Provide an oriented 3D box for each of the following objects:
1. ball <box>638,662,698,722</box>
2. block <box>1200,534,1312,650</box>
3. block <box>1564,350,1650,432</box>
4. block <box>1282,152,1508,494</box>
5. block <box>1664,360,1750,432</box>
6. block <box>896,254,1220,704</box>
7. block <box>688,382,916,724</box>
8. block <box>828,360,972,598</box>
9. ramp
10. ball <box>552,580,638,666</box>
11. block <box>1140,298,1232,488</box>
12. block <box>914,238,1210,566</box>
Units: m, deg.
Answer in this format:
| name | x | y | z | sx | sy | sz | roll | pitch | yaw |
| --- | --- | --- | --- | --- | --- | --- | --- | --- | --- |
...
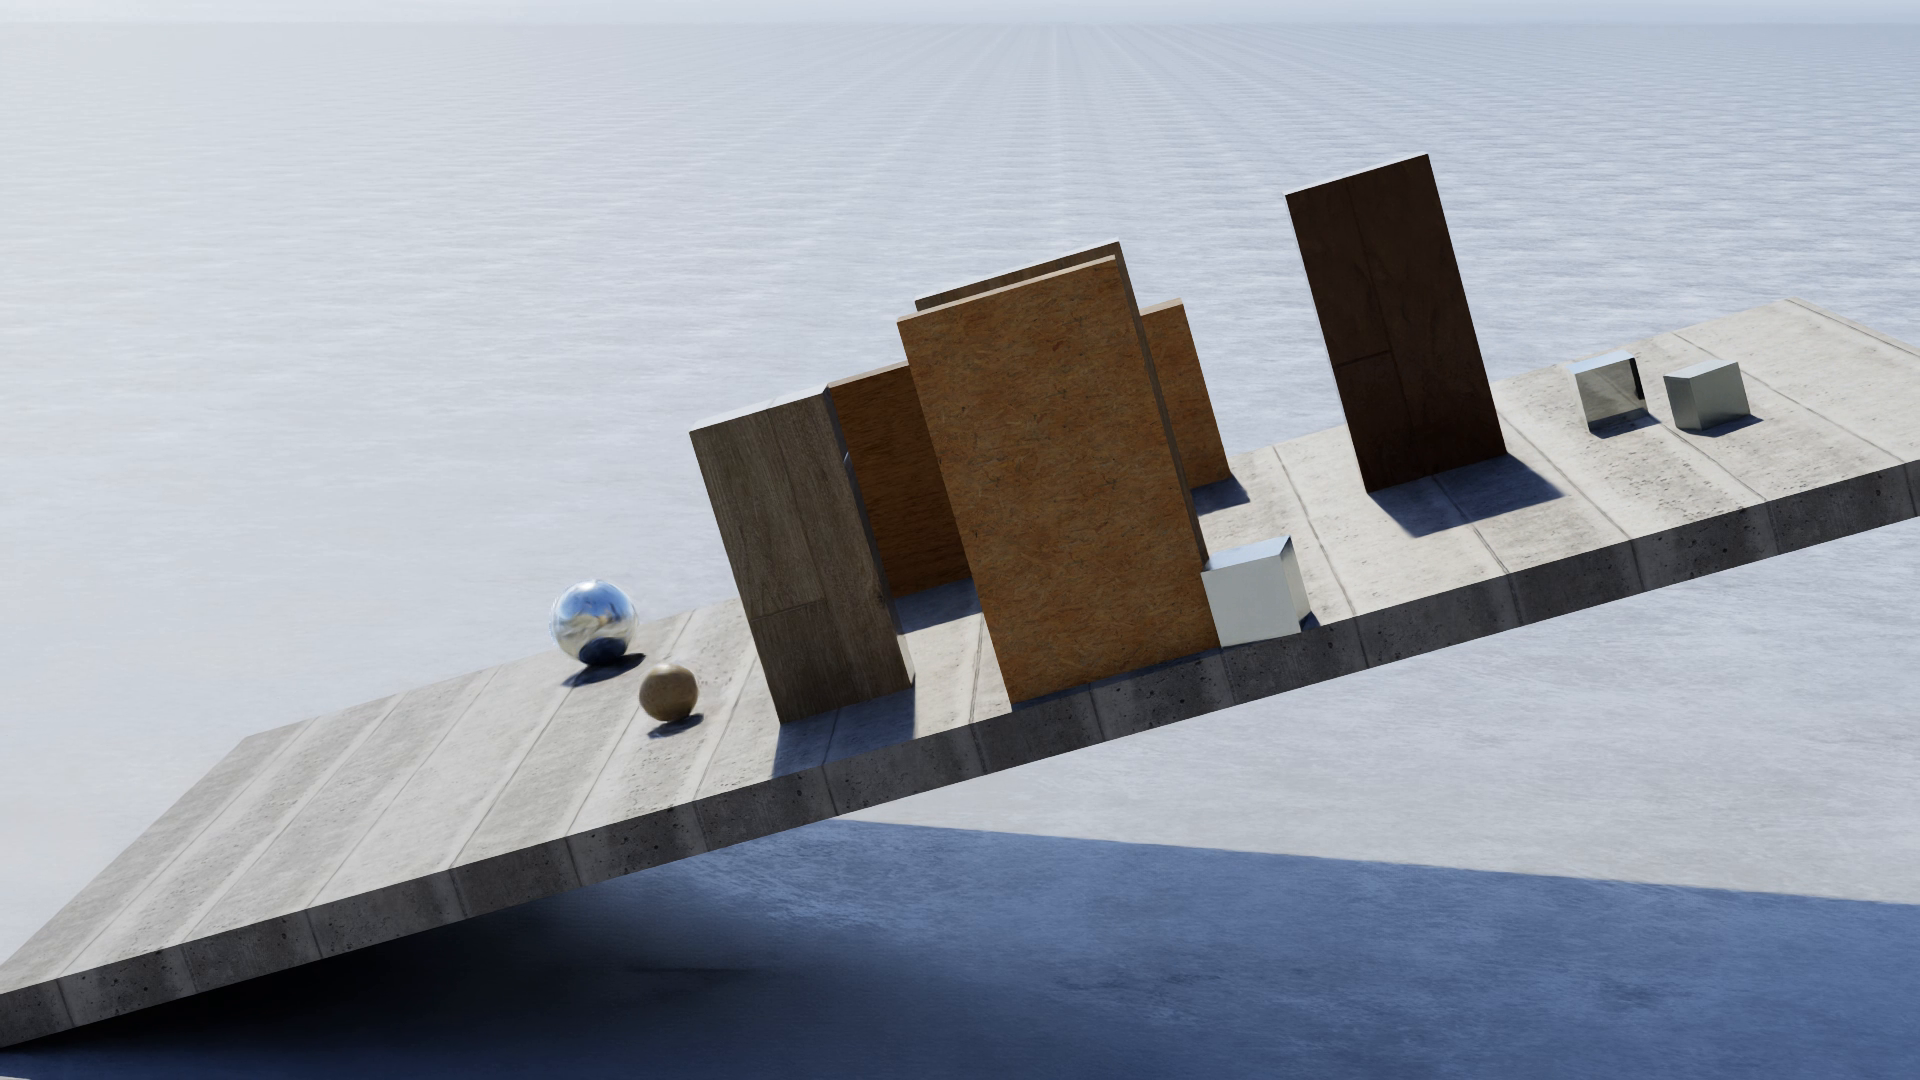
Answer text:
| name | x | y | z | sx | sy | sz | roll | pitch | yaw |
| --- | --- | --- | --- | --- | --- | --- | --- | --- | --- |
| ball | -0.604 | 0.316 | 6.098 | 0.124 | 0.124 | 0.124 | 0 | 11 | 0 |
| block | 0.540 | 0.095 | 5.354 | 0.148 | 0.148 | 0.148 | -14 | 10 | 17 |
| block | 1.386 | -0.320 | 6.304 | 0.130 | 0.130 | 0.130 | -16 | 10 | 5 |
| block | 0.929 | -0.464 | 6.292 | 0.311 | 0.665 | 0.091 | -16 | 10 | 5 |
| block | 1.522 | -0.296 | 5.995 | 0.112 | 0.112 | 0.112 | -19 | 10 | -11 |
| block | 0.186 | -0.107 | 5.347 | 0.407 | 0.731 | 0.083 | -16 | 10 | 5 |
| block | -0.307 | 0.026 | 5.795 | 0.270 | 0.606 | 0.149 | -16 | 10 | 5 |
| block | -0.172 | -0.129 | 6.731 | 0.409 | 0.505 | 0.111 | -16 | 10 | 5 |
| ramp | 0.090 | 0.187 | 6.320 | 4.000 | 0.100 | 2.000 | -16 | 10 | 5 |
| ball | -0.867 | 0.196 | 6.975 | 0.203 | 0.203 | 0.203 | 0 | 11 | 0 |
| block | 0.444 | -0.325 | 7.019 | 0.295 | 0.429 | 0.145 | -16 | 10 | 5 |
| block | 0.214 | -0.223 | 6.042 | 0.431 | 0.698 | 0.098 | -16 | 10 | 5 |
